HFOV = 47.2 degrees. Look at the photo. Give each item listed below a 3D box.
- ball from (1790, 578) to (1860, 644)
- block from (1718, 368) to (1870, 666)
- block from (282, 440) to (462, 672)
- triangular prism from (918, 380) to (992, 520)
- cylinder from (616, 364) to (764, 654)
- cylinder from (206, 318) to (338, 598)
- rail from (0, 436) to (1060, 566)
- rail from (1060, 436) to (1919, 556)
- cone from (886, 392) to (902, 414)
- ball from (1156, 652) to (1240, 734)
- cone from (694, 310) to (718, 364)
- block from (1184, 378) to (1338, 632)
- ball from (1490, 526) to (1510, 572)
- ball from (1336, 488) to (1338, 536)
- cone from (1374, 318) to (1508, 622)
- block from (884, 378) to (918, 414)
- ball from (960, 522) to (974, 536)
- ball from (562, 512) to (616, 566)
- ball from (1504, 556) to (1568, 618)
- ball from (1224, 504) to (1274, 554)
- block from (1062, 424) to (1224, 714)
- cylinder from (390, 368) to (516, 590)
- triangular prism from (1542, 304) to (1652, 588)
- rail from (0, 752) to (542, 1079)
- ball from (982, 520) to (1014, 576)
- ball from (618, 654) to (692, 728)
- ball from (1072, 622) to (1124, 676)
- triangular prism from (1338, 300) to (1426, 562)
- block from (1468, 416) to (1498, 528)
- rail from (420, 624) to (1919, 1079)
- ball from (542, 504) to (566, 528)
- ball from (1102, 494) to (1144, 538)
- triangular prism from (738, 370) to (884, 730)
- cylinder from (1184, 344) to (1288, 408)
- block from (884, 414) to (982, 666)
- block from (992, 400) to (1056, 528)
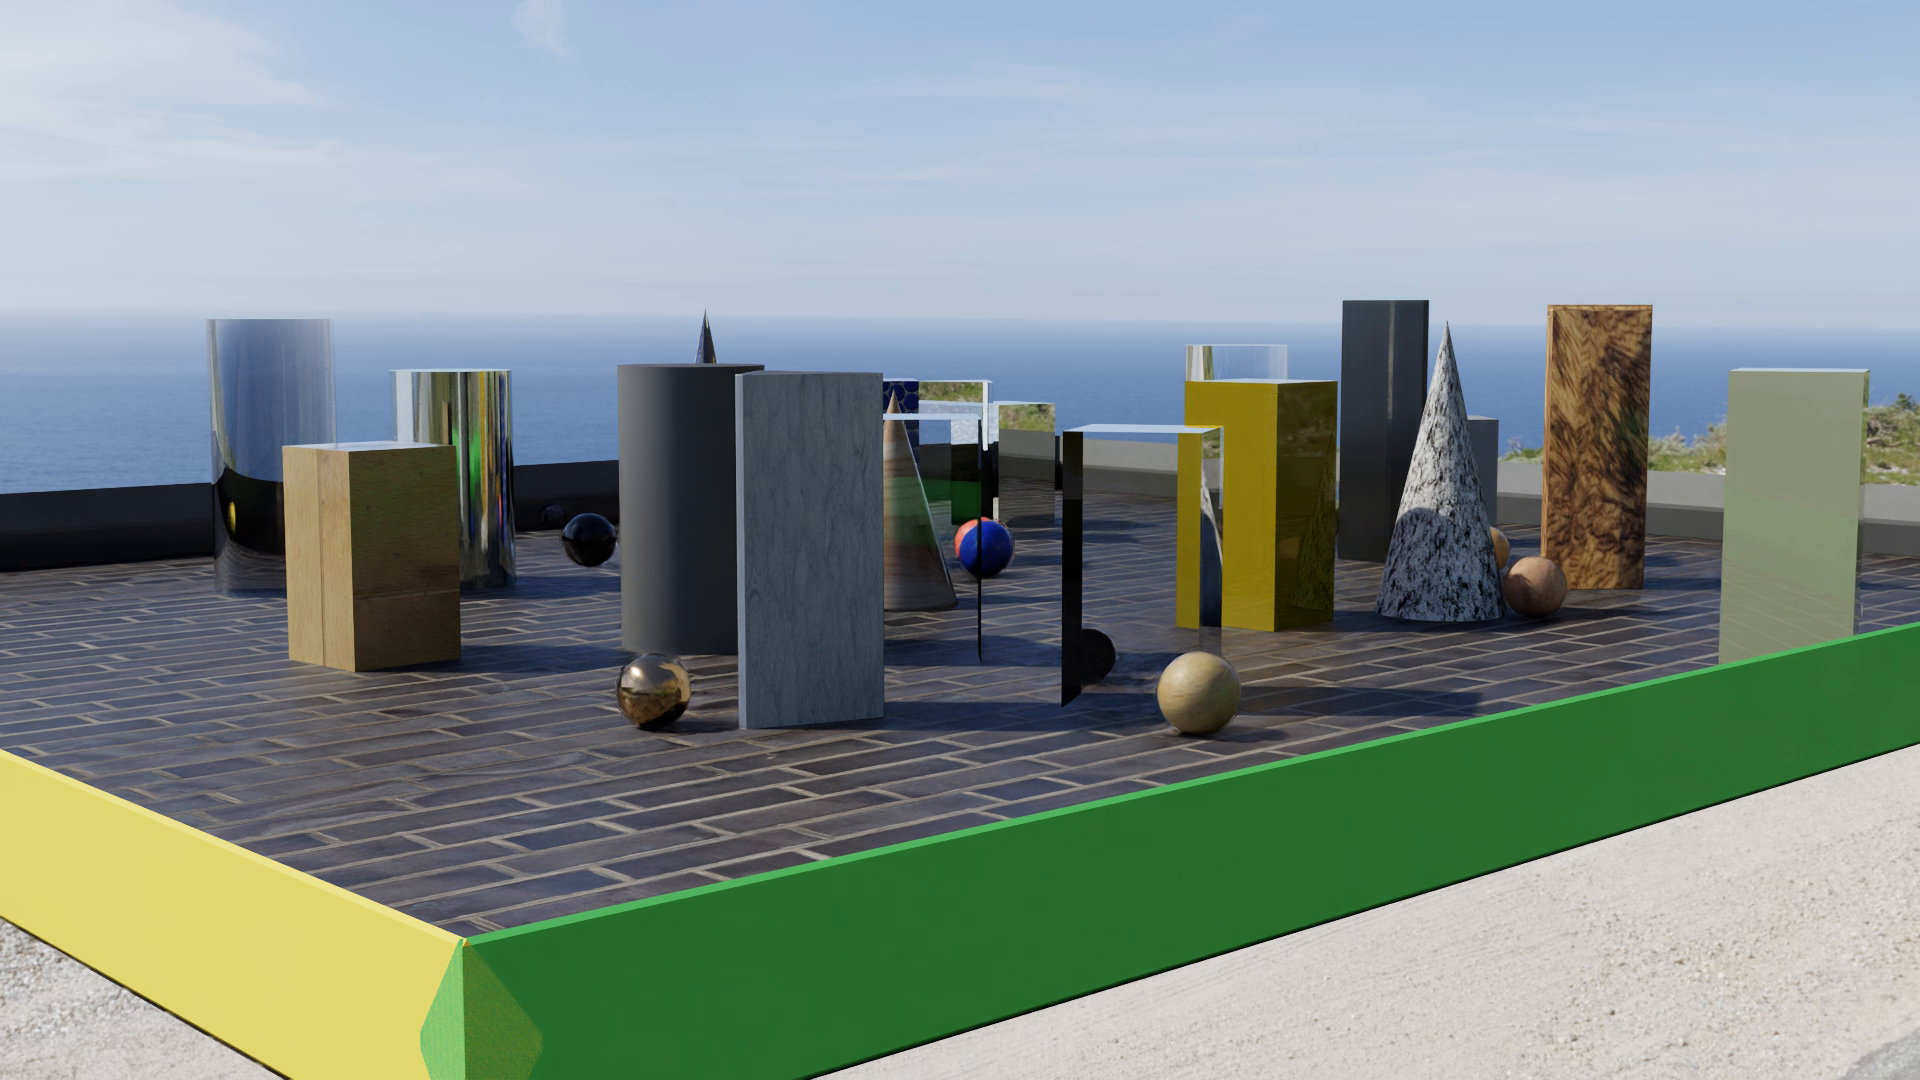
[{"bbox_3d":[1.156,0.094,2.937,0.088,0.088,0.088,0,6,0],"label":"ball"},{"bbox_3d":[1.050,-0.029,2.767,0.154,0.369,0.154,3,7,24],"label":"block"},{"bbox_3d":[-0.748,0.016,2.800,0.154,0.272,0.154,6,8,43],"label":"block"},{"bbox_3d":[0.018,-0.163,4.348,0.167,0.304,0.145,3,7,27],"label":"triangular prism"},{"bbox_3d":[-0.354,-0.046,2.916,0.193,0.371,0.193,0,6,0],"label":"cylinder"},{"bbox_3d":[-1.082,-0.134,3.471,0.193,0.429,0.193,0,6,0],"label":"cylinder"},{"bbox_3d":[-0.979,-0.078,4.387,3.391,0.125,0.045,-6,8,-42],"label":"rail"},{"bbox_3d":[1.229,-0.086,4.459,0.045,0.125,2.933,-6,8,-42],"label":"rail"},{"bbox_3d":[-0.101,-0.070,3.368,0.193,0.324,0.193,0,6,0],"label":"cone"},{"bbox_3d":[0.250,0.161,2.306,0.087,0.087,0.087,0,6,0],"label":"ball"},{"bbox_3d":[-0.402,-0.145,3.501,0.193,0.446,0.193,0,6,0],"label":"cone"},{"bbox_3d":[0.428,-0.055,3.134,0.154,0.343,0.154,5,8,41],"label":"block"},{"bbox_3d":[0.878,0.018,3.683,0.084,0.084,0.084,0,6,0],"label":"ball"},{"bbox_3d":[0.732,-0.056,4.325,0.097,0.097,0.097,0,6,0],"label":"ball"},{"bbox_3d":[0.708,-0.108,3.219,0.193,0.431,0.193,0,6,0],"label":"cone"},{"bbox_3d":[-0.155,-0.124,3.899,0.154,0.320,0.154,0,6,-5],"label":"block"},{"bbox_3d":[0.031,0.001,3.828,0.065,0.065,0.065,0,6,0],"label":"ball"},{"bbox_3d":[-0.642,0.000,3.809,0.094,0.094,0.094,0,6,0],"label":"ball"},{"bbox_3d":[0.831,0.068,3.178,0.090,0.090,0.090,0,6,0],"label":"ball"},{"bbox_3d":[0.527,-0.020,4.018,0.088,0.088,0.088,0,6,0],"label":"ball"},{"bbox_3d":[0.209,0.028,2.498,0.154,0.310,0.154,2,6,16],"label":"block"},{"bbox_3d":[-0.821,-0.102,3.563,0.193,0.346,0.193,0,6,0],"label":"cylinder"},{"bbox_3d":[1.006,-0.154,3.563,0.167,0.451,0.145,-1,6,-5],"label":"triangular prism"},{"bbox_3d":[-1.229,0.151,2.205,0.045,0.125,2.933,-6,8,-42],"label":"rail"},{"bbox_3d":[0.044,0.013,3.682,0.093,0.093,0.093,0,6,0],"label":"ball"},{"bbox_3d":[-0.326,0.161,2.346,0.079,0.079,0.079,0,6,0],"label":"ball"},{"bbox_3d":[0.168,0.133,2.679,0.065,0.065,0.065,0,6,0],"label":"ball"},{"bbox_3d":[0.786,-0.195,3.910,0.167,0.460,0.145,5,8,40],"label":"triangular prism"},{"bbox_3d":[0.927,-0.114,4.187,0.154,0.239,0.154,0,6,0],"label":"block"},{"bbox_3d":[0.979,0.143,2.277,3.391,0.125,0.045,-6,8,-42],"label":"rail"},{"bbox_3d":[-0.831,-0.049,4.491,0.048,0.048,0.048,0,6,0],"label":"ball"},{"bbox_3d":[0.319,-0.047,4.302,0.084,0.084,0.084,0,6,0],"label":"ball"},{"bbox_3d":[-0.190,0.003,2.421,0.167,0.376,0.145,-3,7,-27],"label":"triangular prism"},{"bbox_3d":[0.519,-0.178,4.142,0.193,0.377,0.193,0,6,0],"label":"cylinder"},{"bbox_3d":[-0.053,-0.004,2.817,0.154,0.308,0.154,0,6,-2],"label":"block"},{"bbox_3d":[0.089,-0.161,4.586,0.154,0.250,0.154,-5,8,-39],"label":"block"}]
